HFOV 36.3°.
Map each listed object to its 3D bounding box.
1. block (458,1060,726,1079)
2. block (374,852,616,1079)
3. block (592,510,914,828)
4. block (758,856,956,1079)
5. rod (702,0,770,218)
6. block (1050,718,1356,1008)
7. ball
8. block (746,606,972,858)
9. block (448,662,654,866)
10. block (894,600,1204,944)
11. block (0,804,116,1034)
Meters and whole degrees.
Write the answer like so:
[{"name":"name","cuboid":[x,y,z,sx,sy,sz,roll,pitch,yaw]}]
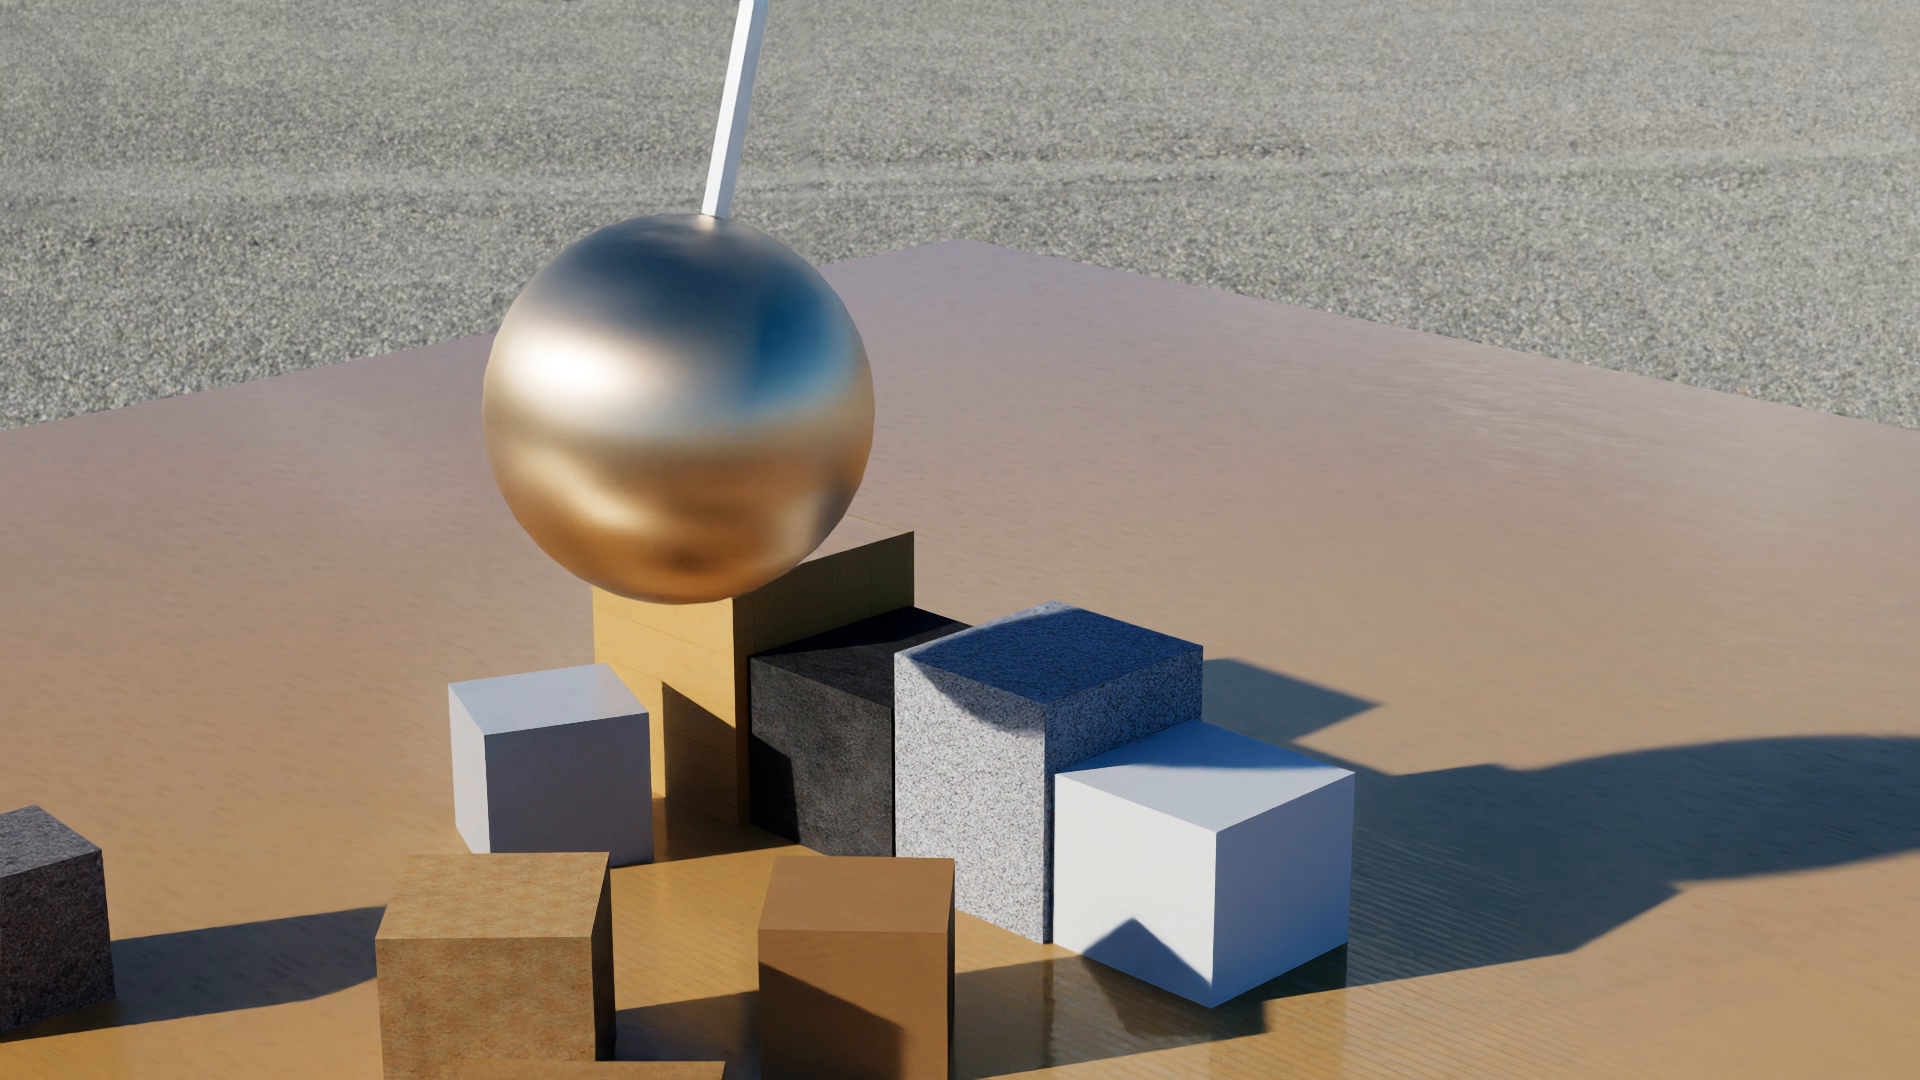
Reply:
[{"name":"block","cuboid":[-1.206,2.312,9.333,0.854,0.983,0.898,0,18,1]},{"name":"block","cuboid":[-1.786,1.752,11.412,0.801,0.815,0.785,0,17,-1]},{"name":"block","cuboid":[-1.016,0.550,14.553,1.180,1.224,1.058,-17,24,-42]},{"name":"block","cuboid":[-0.403,1.718,11.793,0.736,0.651,0.716,1,17,2]},{"name":"rod","cuboid":[-0.496,-3.851,11.611,0.080,5.200,0.080,17,8,42]},{"name":"block","cuboid":[1.043,1.373,12.656,0.917,0.792,0.913,-17,24,-42]},{"name":"ball","cuboid":[-1.145,-0.533,11.974,1.600,1.600,1.600,0,17,0]},{"name":"block","cuboid":[-0.280,0.944,13.924,1.059,0.851,0.979,-17,24,-42]},{"name":"block","cuboid":[-1.913,1.078,13.697,0.767,0.730,0.726,-7,19,-21]},{"name":"block","cuboid":[0.399,1.020,13.238,0.915,1.115,1.036,17,24,42]},{"name":"block","cuboid":[-4.005,1.592,12.156,0.715,0.673,0.633,-15,23,-39]}]
